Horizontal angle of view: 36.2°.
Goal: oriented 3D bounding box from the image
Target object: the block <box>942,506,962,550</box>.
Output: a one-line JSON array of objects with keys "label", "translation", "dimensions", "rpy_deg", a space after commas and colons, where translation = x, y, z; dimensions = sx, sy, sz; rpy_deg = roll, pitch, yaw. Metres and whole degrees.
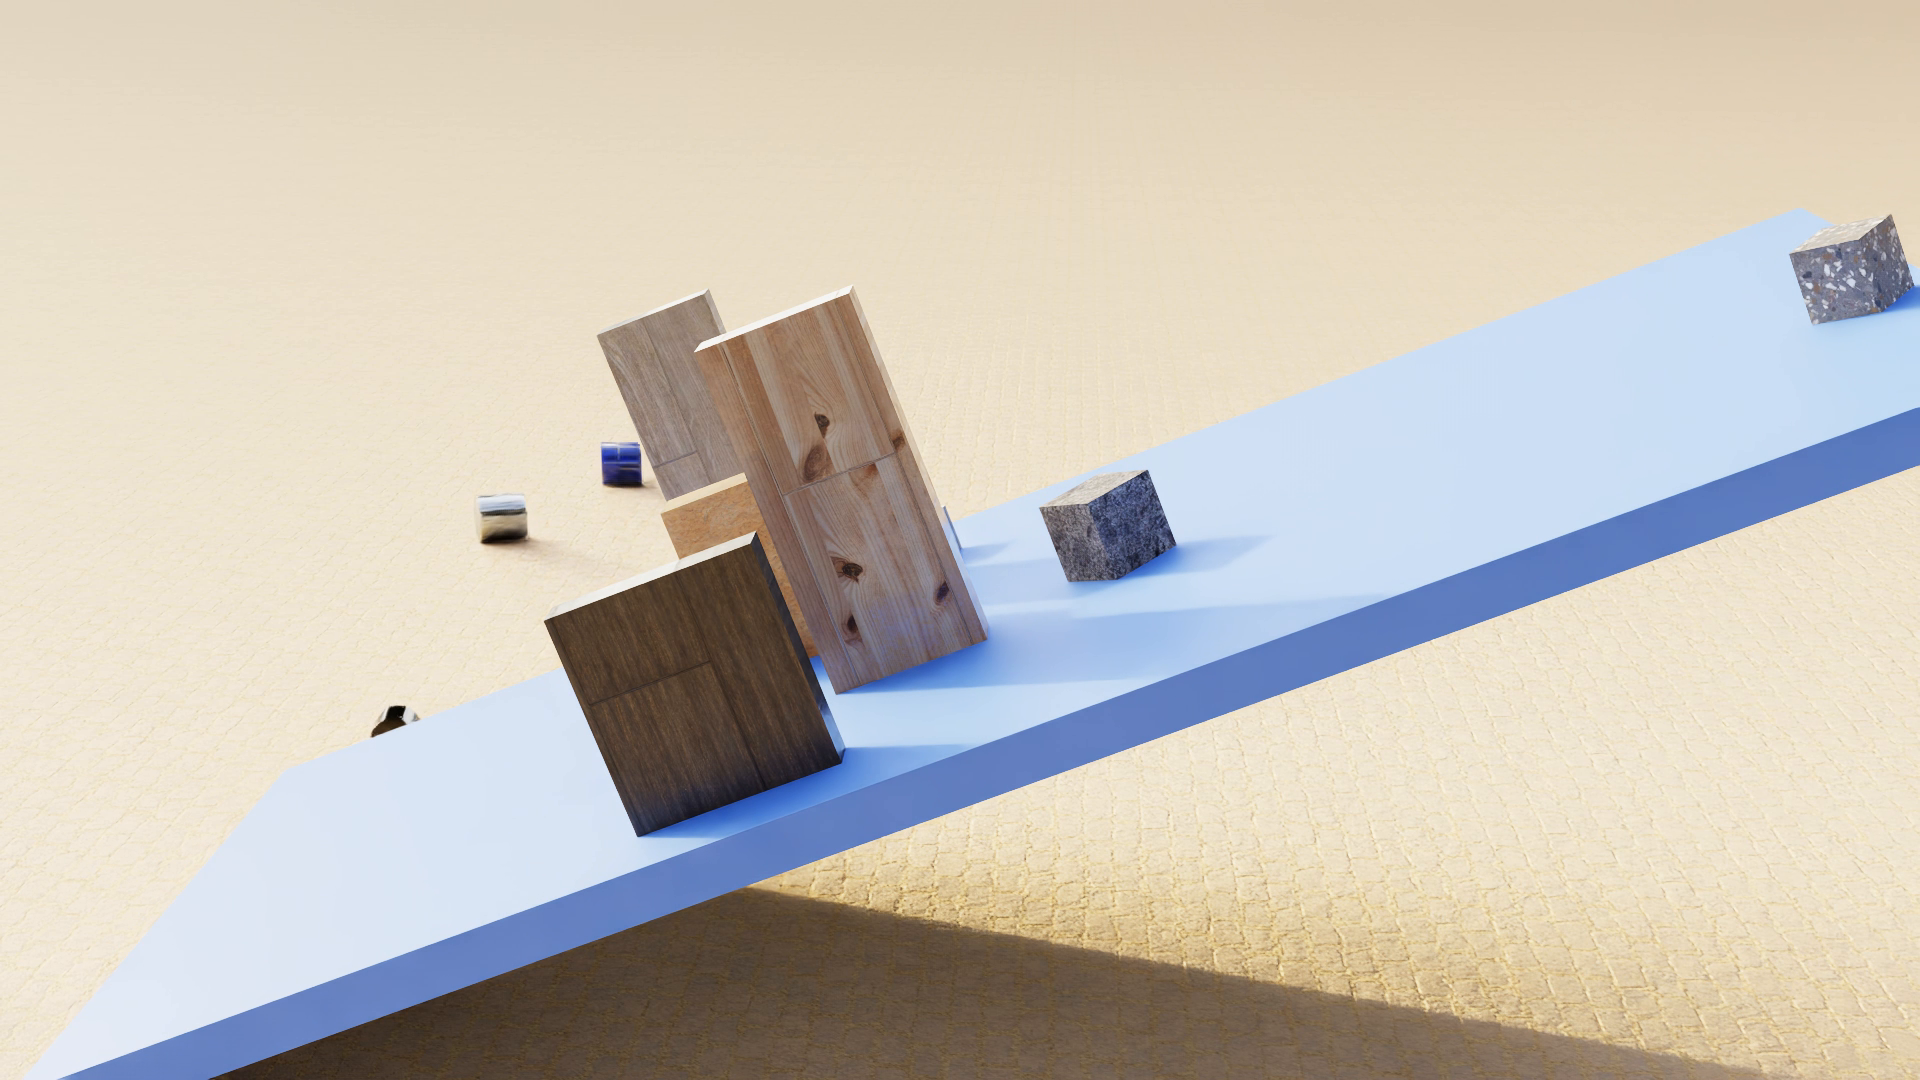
[{"label": "block", "translation": [-0.086, -0.002, 6.933], "dimensions": [0.110, 0.110, 0.110], "rpy_deg": [-13, 15, 36]}]

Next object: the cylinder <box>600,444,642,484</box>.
[{"label": "cylinder", "translation": [-1.297, -0.292, 11.240], "dimensions": [0.149, 0.149, 0.149], "rpy_deg": [-2, 14, -9]}]

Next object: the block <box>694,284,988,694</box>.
[{"label": "block", "translation": [-0.237, -0.100, 6.027], "dimensions": [0.335, 0.767, 0.114], "rpy_deg": [-20, 12, 7]}]

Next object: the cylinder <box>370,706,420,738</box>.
[{"label": "cylinder", "translation": [-1.515, 0.522, 7.896], "dimensions": [0.125, 0.125, 0.125], "rpy_deg": [-1, 14, -5]}]

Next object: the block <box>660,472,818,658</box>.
[{"label": "block", "translation": [-0.440, 0.068, 6.496], "dimensions": [0.290, 0.418, 0.128], "rpy_deg": [-20, 12, 7]}]

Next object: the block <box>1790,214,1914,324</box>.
[{"label": "block", "translation": [1.787, -0.542, 5.895], "dimensions": [0.154, 0.154, 0.154], "rpy_deg": [-9, 17, 46]}]

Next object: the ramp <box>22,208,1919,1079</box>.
[{"label": "ramp", "translation": [0.121, 0.175, 6.293], "dimensions": [4.000, 0.100, 2.000], "rpy_deg": [-20, 12, 7]}]

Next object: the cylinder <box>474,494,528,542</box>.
[{"label": "cylinder", "translation": [-1.614, -0.080, 10.333], "dimensions": [0.160, 0.160, 0.160], "rpy_deg": [-4, 14, -17]}]

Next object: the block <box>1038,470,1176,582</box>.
[{"label": "block", "translation": [0.311, -0.029, 6.191], "dimensions": [0.174, 0.174, 0.174], "rpy_deg": [-29, 14, -31]}]

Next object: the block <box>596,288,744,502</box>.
[{"label": "block", "translation": [-0.590, -0.192, 7.059], "dimensions": [0.277, 0.771, 0.090], "rpy_deg": [-20, 12, 7]}]

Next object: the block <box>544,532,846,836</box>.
[{"label": "block", "translation": [-0.500, 0.275, 5.582], "dimensions": [0.421, 0.457, 0.101], "rpy_deg": [-20, 12, 7]}]
